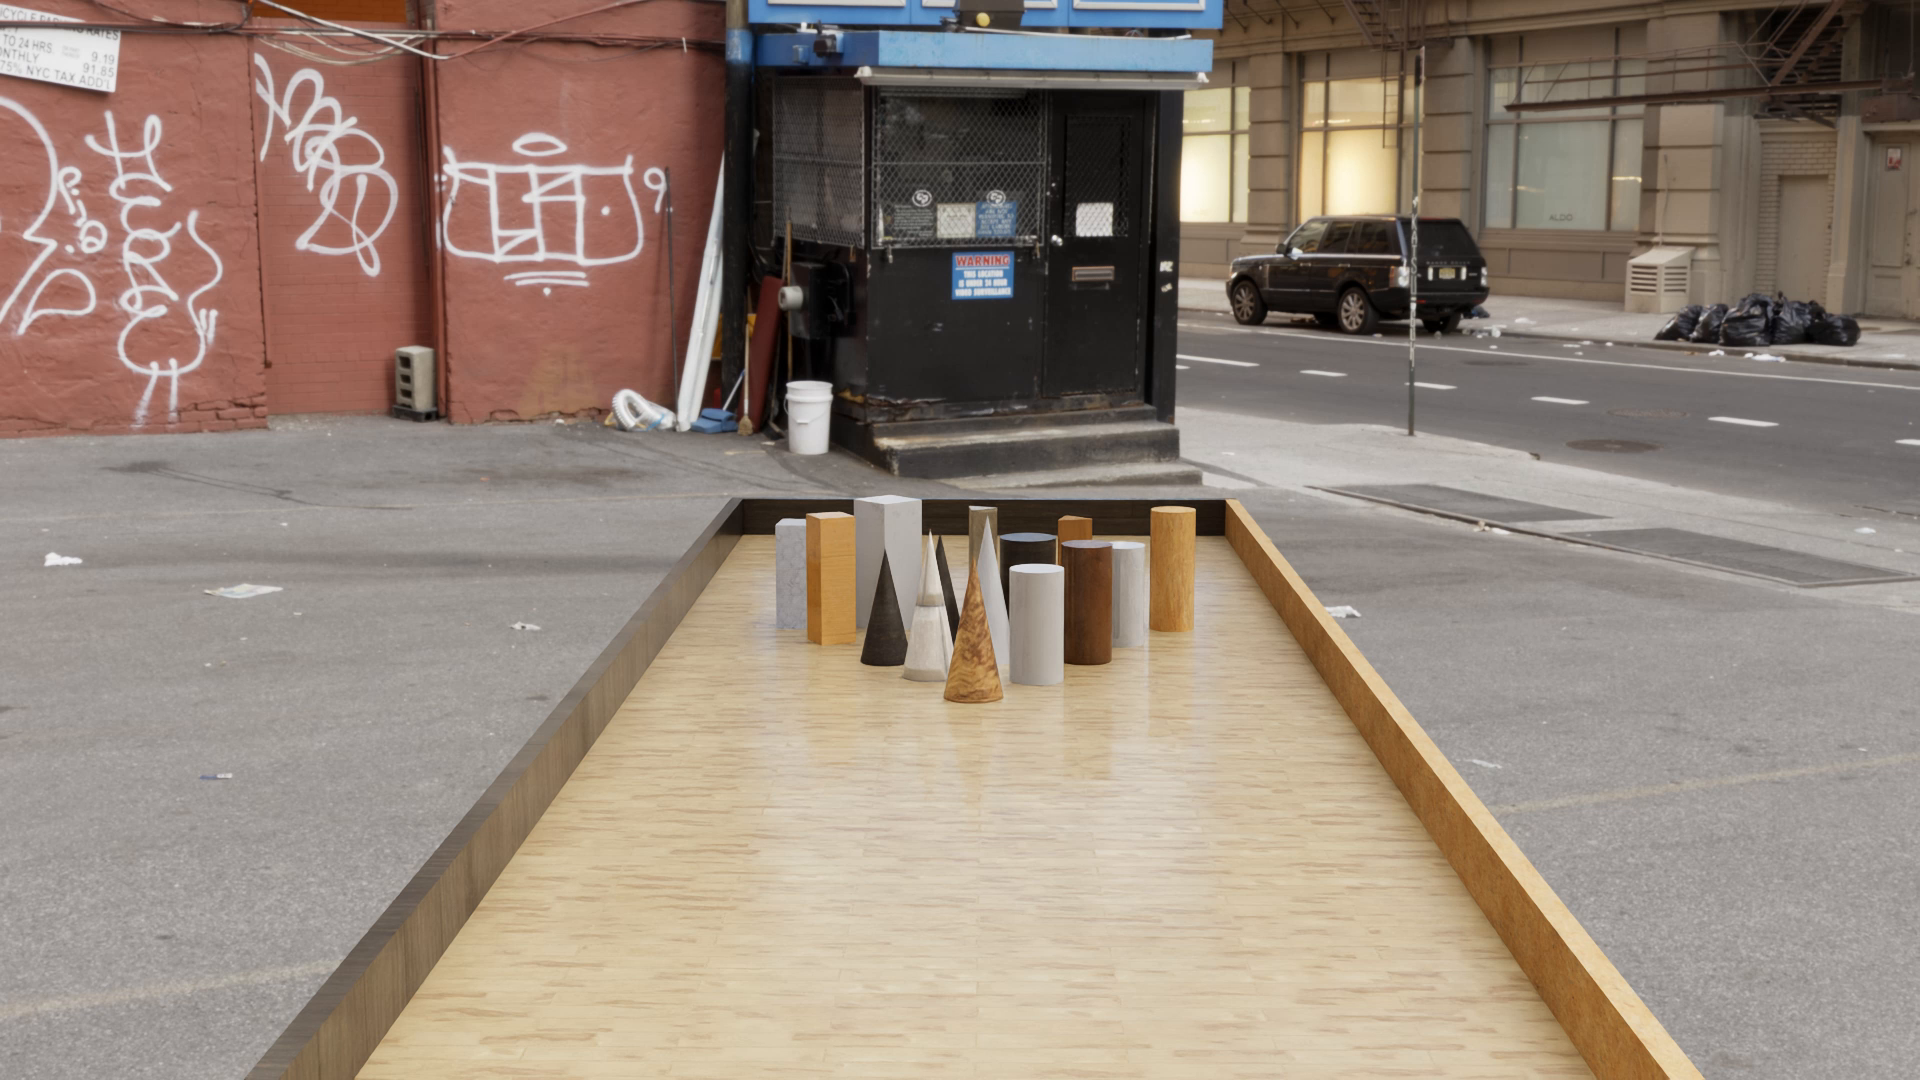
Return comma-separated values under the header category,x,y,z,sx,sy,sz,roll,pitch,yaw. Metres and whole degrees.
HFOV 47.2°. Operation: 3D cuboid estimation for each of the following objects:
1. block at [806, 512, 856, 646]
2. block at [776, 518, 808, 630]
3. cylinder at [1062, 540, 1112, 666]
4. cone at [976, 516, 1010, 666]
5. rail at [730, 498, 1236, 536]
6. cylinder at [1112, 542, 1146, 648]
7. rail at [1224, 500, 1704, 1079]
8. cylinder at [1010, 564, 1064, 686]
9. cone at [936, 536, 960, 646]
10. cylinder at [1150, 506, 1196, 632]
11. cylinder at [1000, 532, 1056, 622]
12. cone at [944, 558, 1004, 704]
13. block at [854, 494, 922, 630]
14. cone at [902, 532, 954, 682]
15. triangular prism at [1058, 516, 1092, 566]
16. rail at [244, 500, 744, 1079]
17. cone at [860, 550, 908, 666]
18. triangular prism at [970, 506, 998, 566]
category,x,y,z,sx,sy,sz,roll,pitch,yaw
block,-0.408,0.121,6.960,0.118,0.403,0.118,-4,10,-26
block,-0.522,0.111,7.213,0.141,0.343,0.141,1,9,5
cylinder,0.384,0.189,6.672,0.156,0.359,0.156,0,9,0
cone,0.083,0.143,6.674,0.178,0.448,0.178,0,9,0
rail,0.099,-0.098,9.147,2.100,0.150,0.050,0,9,1
cylinder,0.509,0.171,6.930,0.145,0.314,0.145,0,9,0
rail,1.046,0.843,3.208,0.050,0.150,12.000,0,9,1
cylinder,0.223,0.245,6.407,0.160,0.330,0.160,0,9,0
cone,-0.063,0.150,6.926,0.162,0.355,0.162,0,9,0
cylinder,0.692,0.094,7.167,0.146,0.391,0.146,0,9,0
cylinder,0.213,0.159,6.913,0.177,0.341,0.177,0,9,0
cone,0.038,0.241,6.182,0.171,0.409,0.171,0,9,0
block,-0.235,0.076,7.185,0.157,0.421,0.157,-8,12,-41
cone,-0.087,0.184,6.446,0.169,0.439,0.169,0,9,0
triangular prism,0.362,0.105,7.195,0.114,0.361,0.099,-2,9,-13
rail,-1.004,0.839,3.234,0.050,0.150,12.000,0,9,1
cone,-0.225,0.195,6.661,0.157,0.349,0.157,0,9,0
triangular prism,0.056,0.087,7.209,0.100,0.392,0.087,-6,11,-35
